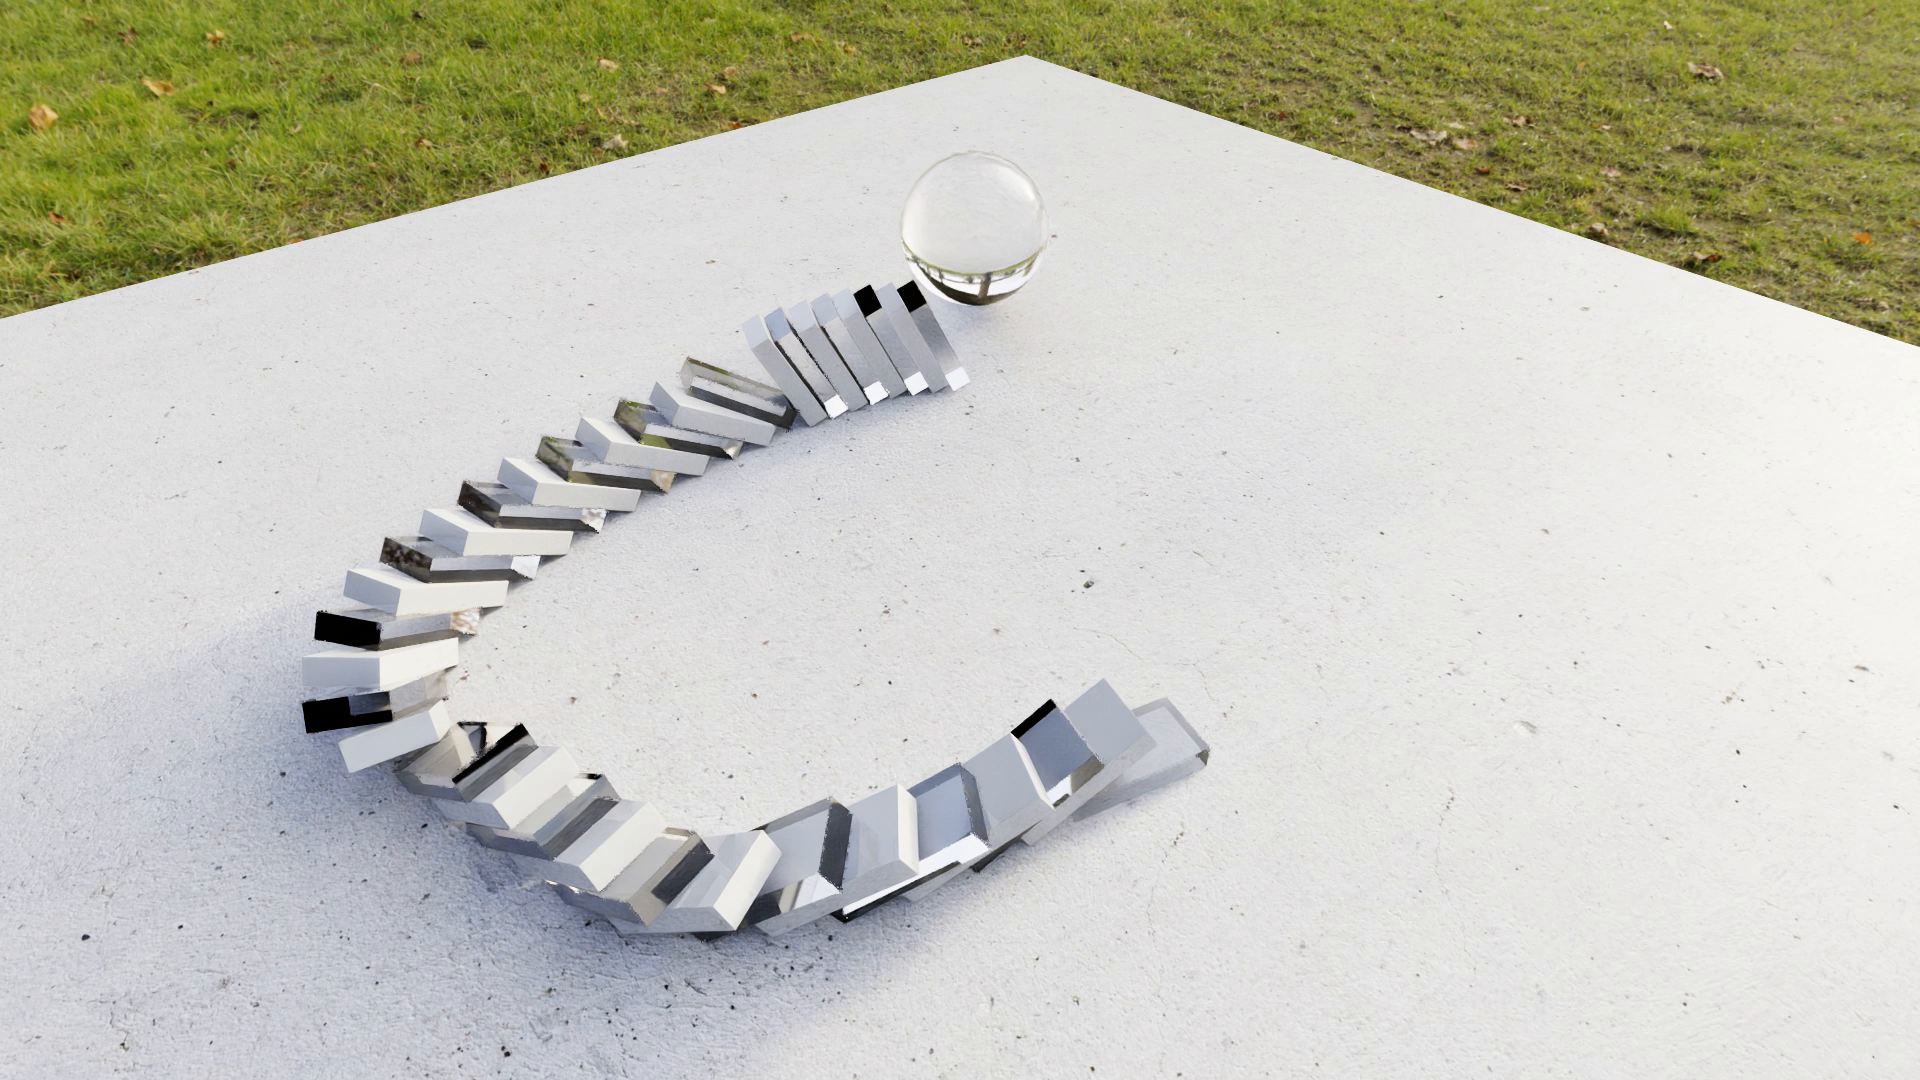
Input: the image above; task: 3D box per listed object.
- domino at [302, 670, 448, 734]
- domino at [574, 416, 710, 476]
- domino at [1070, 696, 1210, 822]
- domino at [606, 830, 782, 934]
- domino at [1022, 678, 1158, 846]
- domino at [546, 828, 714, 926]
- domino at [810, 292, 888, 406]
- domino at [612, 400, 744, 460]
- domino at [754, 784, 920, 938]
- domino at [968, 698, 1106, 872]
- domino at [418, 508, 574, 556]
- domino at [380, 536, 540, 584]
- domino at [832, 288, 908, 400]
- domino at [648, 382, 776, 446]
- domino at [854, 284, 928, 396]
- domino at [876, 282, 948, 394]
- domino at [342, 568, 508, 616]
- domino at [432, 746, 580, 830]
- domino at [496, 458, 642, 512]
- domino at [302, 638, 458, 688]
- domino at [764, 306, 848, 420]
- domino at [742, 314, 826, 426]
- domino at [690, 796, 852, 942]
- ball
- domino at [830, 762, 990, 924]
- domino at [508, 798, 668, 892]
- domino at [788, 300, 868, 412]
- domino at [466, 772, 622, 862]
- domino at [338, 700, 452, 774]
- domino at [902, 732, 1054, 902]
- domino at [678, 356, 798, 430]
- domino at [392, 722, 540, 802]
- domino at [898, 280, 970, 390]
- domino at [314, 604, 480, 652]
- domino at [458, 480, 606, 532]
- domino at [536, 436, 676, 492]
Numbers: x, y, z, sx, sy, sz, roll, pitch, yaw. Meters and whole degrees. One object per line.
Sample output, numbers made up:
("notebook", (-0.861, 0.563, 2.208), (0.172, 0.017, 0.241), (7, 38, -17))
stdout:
("domino", (-0.188, 0.052, 0.357), (0.025, 0.009, 0.050), (-8, 2, -7))
("domino", (-0.136, -0.040, 0.472), (0.025, 0.009, 0.050), (34, 17, 35))
("domino", (0.053, 0.071, 0.357), (0.050, 0.009, 0.025), (-17, 42, -20))
("domino", (-0.075, 0.095, 0.306), (0.050, 0.009, 0.025), (-17, 28, 37))
("domino", (0.033, 0.068, 0.341), (0.050, 0.009, 0.025), (-39, 46, 1))
("domino", (-0.093, 0.093, 0.309), (0.050, 0.010, 0.025), (-10, 27, 46))
("domino", (-0.052, -0.091, 0.523), (0.009, 0.050, 0.025), (-29, 42, 4))
("domino", (-0.123, -0.048, 0.482), (0.050, 0.010, 0.025), (7, 24, -50))
("domino", (-0.035, 0.091, 0.312), (0.050, 0.010, 0.025), (-28, 36, 17))
("domino", (0.017, 0.074, 0.334), (0.050, 0.010, 0.025), (-40, 45, 2))
("domino", (-0.179, -0.003, 0.426), (0.025, 0.009, 0.050), (22, 9, 24))
("domino", (-0.187, 0.007, 0.413), (0.025, 0.010, 0.050), (20, 8, 22))
("domino", (-0.043, -0.094, 0.527), (0.009, 0.050, 0.025), (-29, 42, 4))
("domino", (-0.110, -0.056, 0.491), (0.050, 0.010, 0.025), (10, 24, -45))
("domino", (-0.033, -0.096, 0.529), (0.010, 0.050, 0.025), (-29, 42, 4))
("domino", (-0.023, -0.097, 0.531), (0.010, 0.050, 0.025), (-29, 42, 4))
("domino", (-0.193, 0.018, 0.400), (0.025, 0.009, 0.050), (15, 6, 19))
("domino", (-0.138, 0.074, 0.333), (0.050, 0.010, 0.025), (-9, 25, 45))
("domino", (-0.159, -0.022, 0.450), (0.025, 0.010, 0.050), (29, 14, 31))
("domino", (-0.194, 0.041, 0.371), (0.025, 0.009, 0.050), (0, 2, 2))
("domino", (-0.072, -0.082, 0.513), (0.009, 0.050, 0.025), (-32, 42, 4))
("domino", (-0.081, -0.078, 0.507), (0.009, 0.050, 0.025), (-32, 42, 3))
("domino", (-0.054, 0.093, 0.309), (0.050, 0.009, 0.025), (-27, 33, 24))
("ball", (0.008, -0.166, 0.591), (0.080, 0.080, 0.080), (0, 39, 0))
("domino", (-0.017, 0.087, 0.317), (0.050, 0.009, 0.025), (-31, 39, 14))
("domino", (-0.108, 0.086, 0.317), (0.050, 0.010, 0.025), (-10, 26, 46))
("domino", (-0.062, -0.086, 0.517), (0.009, 0.050, 0.025), (-30, 42, 4))
("domino", (-0.124, 0.080, 0.325), (0.050, 0.009, 0.025), (-10, 25, 46))
("domino", (-0.176, 0.061, 0.345), (0.025, 0.010, 0.050), (-20, 3, -21))
("domino", (0.001, 0.082, 0.324), (0.050, 0.009, 0.025), (-35, 42, 7))
("domino", (-0.101, -0.067, 0.503), (0.050, 0.010, 0.025), (17, 21, -30))
("domino", (-0.154, 0.068, 0.341), (0.050, 0.010, 0.025), (-9, 25, 45))
("domino", (-0.013, -0.099, 0.533), (0.009, 0.050, 0.025), (-29, 42, 4))
("domino", (-0.196, 0.029, 0.386), (0.025, 0.009, 0.050), (8, 4, 12))
("domino", (-0.170, -0.013, 0.439), (0.025, 0.010, 0.050), (26, 12, 28))
("domino", (-0.148, -0.031, 0.461), (0.025, 0.009, 0.050), (32, 16, 33))
